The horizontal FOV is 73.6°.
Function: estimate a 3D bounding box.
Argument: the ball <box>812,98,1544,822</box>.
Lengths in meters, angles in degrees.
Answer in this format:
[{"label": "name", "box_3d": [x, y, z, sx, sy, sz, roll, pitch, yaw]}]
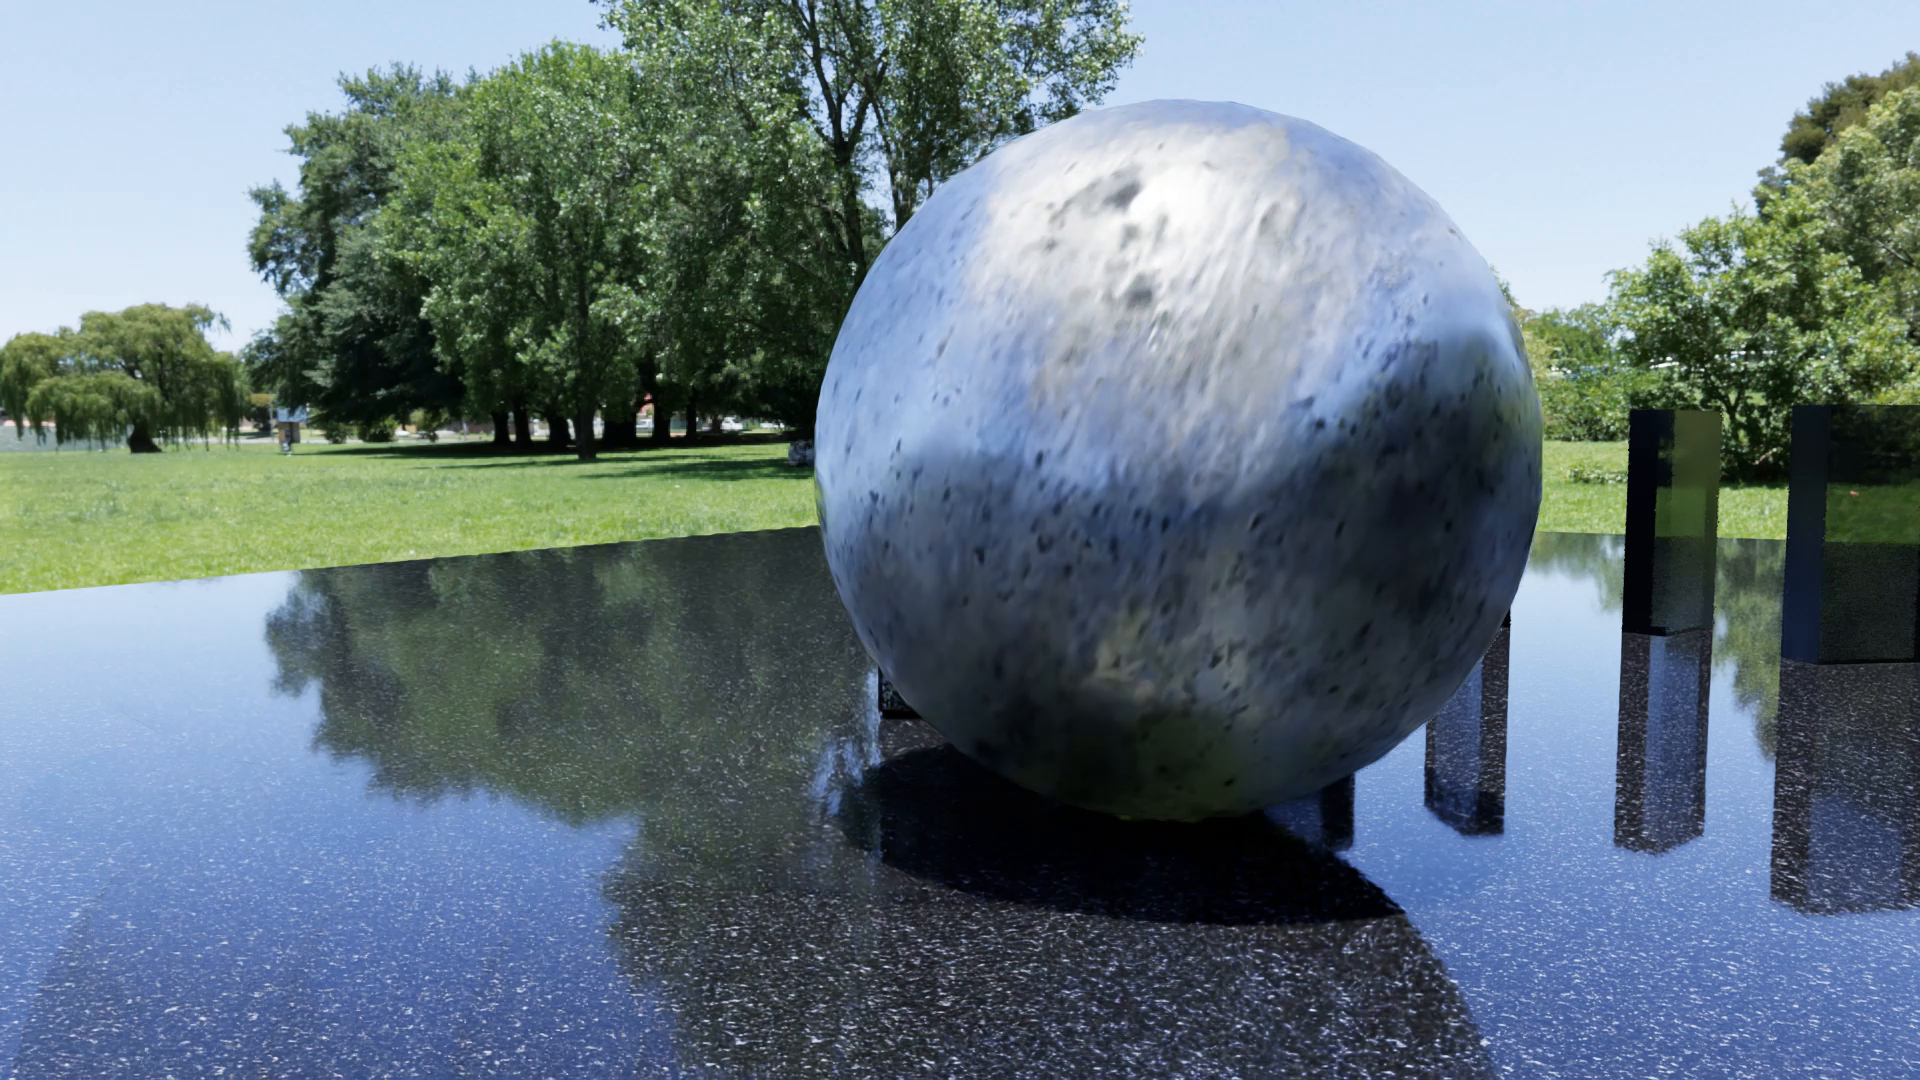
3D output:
[{"label": "ball", "box_3d": [0.023, -0.009, 0.148, 0.080, 0.080, 0.080, 0, 4, 0]}]

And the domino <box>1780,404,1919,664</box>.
[{"label": "domino", "box_3d": [0.177, -0.001, 0.252, 0.025, 0.050, 0.010, -1, 4, -7]}]

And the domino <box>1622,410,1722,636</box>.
[{"label": "domino", "box_3d": [0.163, -0.004, 0.293, 0.025, 0.050, 0.009, -3, 5, -38]}]

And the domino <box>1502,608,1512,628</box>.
[{"label": "domino", "box_3d": [0.123, -0.006, 0.308, 0.009, 0.050, 0.025, 0, 4, -1]}]

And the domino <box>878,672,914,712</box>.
[{"label": "domino", "box_3d": [0.000, 0.002, 0.204, 0.025, 0.050, 0.009, 0, -3, 0]}]
